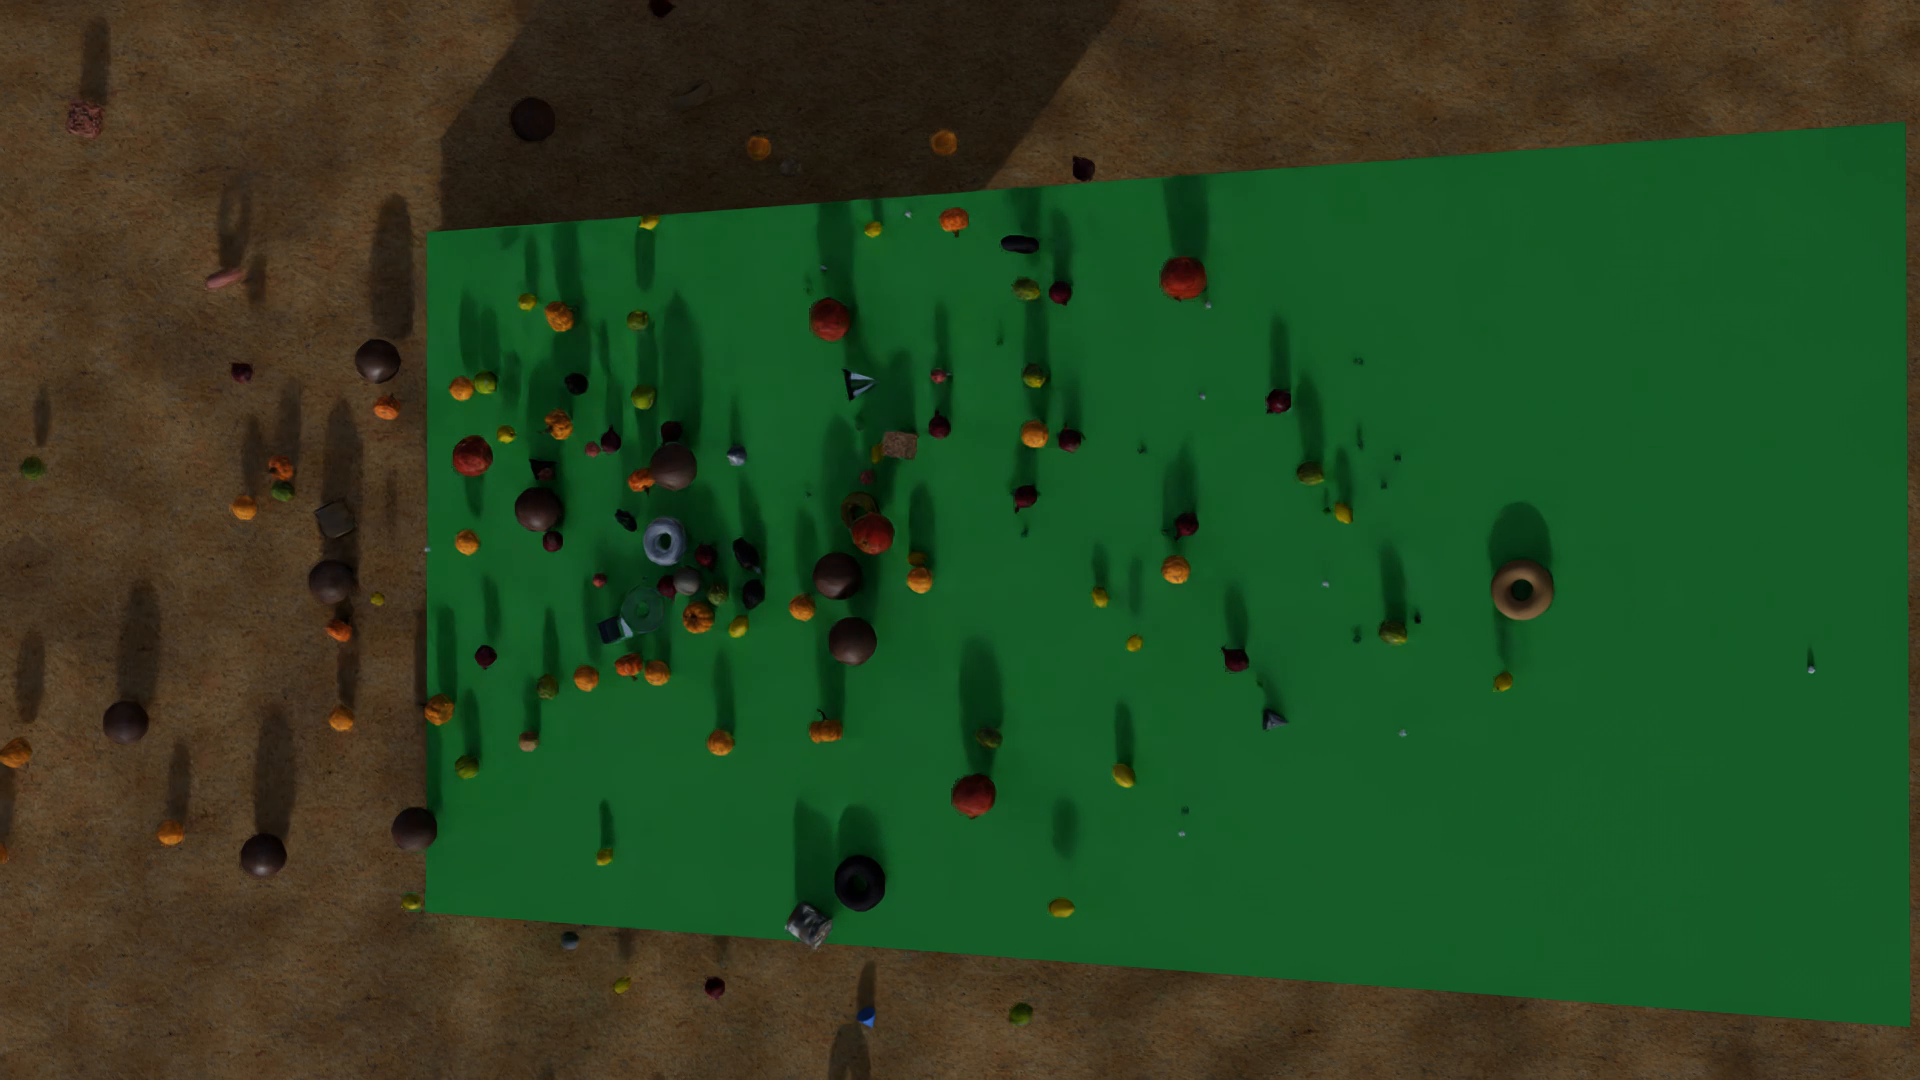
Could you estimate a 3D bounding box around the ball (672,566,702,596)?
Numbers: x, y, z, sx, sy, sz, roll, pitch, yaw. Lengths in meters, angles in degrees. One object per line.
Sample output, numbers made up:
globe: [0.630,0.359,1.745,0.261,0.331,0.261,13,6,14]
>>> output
ball: [-0.751,0.112,6.064,0.081,0.081,0.081,0,89,0]

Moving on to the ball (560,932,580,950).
ball: [-1.152,1.182,6.492,0.054,0.054,0.054,0,89,0]

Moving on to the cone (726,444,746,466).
cone: [-0.625,-0.233,6.024,0.059,0.059,0.059,0,89,24]

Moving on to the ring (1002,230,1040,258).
ring: [0.156,-0.759,5.650,0.100,0.100,0.033,18,68,0]

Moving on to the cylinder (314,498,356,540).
cylinder: [-1.849,-0.061,6.507,0.093,0.093,0.093,-26,94,0]

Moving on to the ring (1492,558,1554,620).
ring: [1.322,0.116,5.170,0.146,0.049,0.146,-1,88,25]

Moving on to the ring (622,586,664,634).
ring: [-0.885,0.194,6.142,0.134,0.045,0.134,-1,88,25]

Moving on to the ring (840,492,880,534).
ring: [-0.267,-0.073,5.876,0.116,0.039,0.116,1,92,23]

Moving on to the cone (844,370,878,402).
cone: [-0.260,-0.419,5.876,0.090,0.090,0.090,-10,89,-4]

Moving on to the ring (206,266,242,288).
ring: [-2.177,-0.777,6.510,0.112,0.112,0.037,-21,106,0]

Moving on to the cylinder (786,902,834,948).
cylinder: [-0.403,1.032,5.894,0.091,0.091,0.091,30,89,21]

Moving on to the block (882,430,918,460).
block: [-0.159,-0.252,5.815,0.067,0.067,0.067,9,93,24]

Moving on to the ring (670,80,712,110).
ring: [-0.797,-1.315,6.508,0.135,0.135,0.045,-25,120,0]

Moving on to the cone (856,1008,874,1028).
cone: [-0.270,1.430,6.529,0.060,0.060,0.060,-22,116,0]

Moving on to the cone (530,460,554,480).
cone: [-1.189,-0.211,6.288,0.065,0.065,0.065,-19,89,-4]

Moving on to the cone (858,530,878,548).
cone: [-0.256,0.003,5.875,0.052,0.052,0.052,-15,89,44]

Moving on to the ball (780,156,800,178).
ball: [-0.474,-1.040,6.135,0.058,0.058,0.058,0,89,0]

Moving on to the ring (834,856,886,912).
ring: [-0.267,0.915,5.859,0.148,0.049,0.148,0,89,23]

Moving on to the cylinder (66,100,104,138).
cylinder: [-2.596,-1.249,6.527,0.091,0.091,0.091,8,88,0]

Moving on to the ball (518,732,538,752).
ball: [-1.233,0.575,6.282,0.058,0.058,0.058,0,89,0]

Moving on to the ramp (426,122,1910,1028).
ramp: [0.283,0.084,5.708,4.000,0.100,2.000,0,89,24]

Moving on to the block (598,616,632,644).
block: [-0.967,0.252,6.168,0.061,0.061,0.061,-23,80,22]

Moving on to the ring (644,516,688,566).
ring: [-0.819,0.002,6.113,0.140,0.047,0.140,-1,89,25]

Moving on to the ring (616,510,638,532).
ring: [-0.933,-0.055,6.153,0.075,0.075,0.025,42,68,0]
